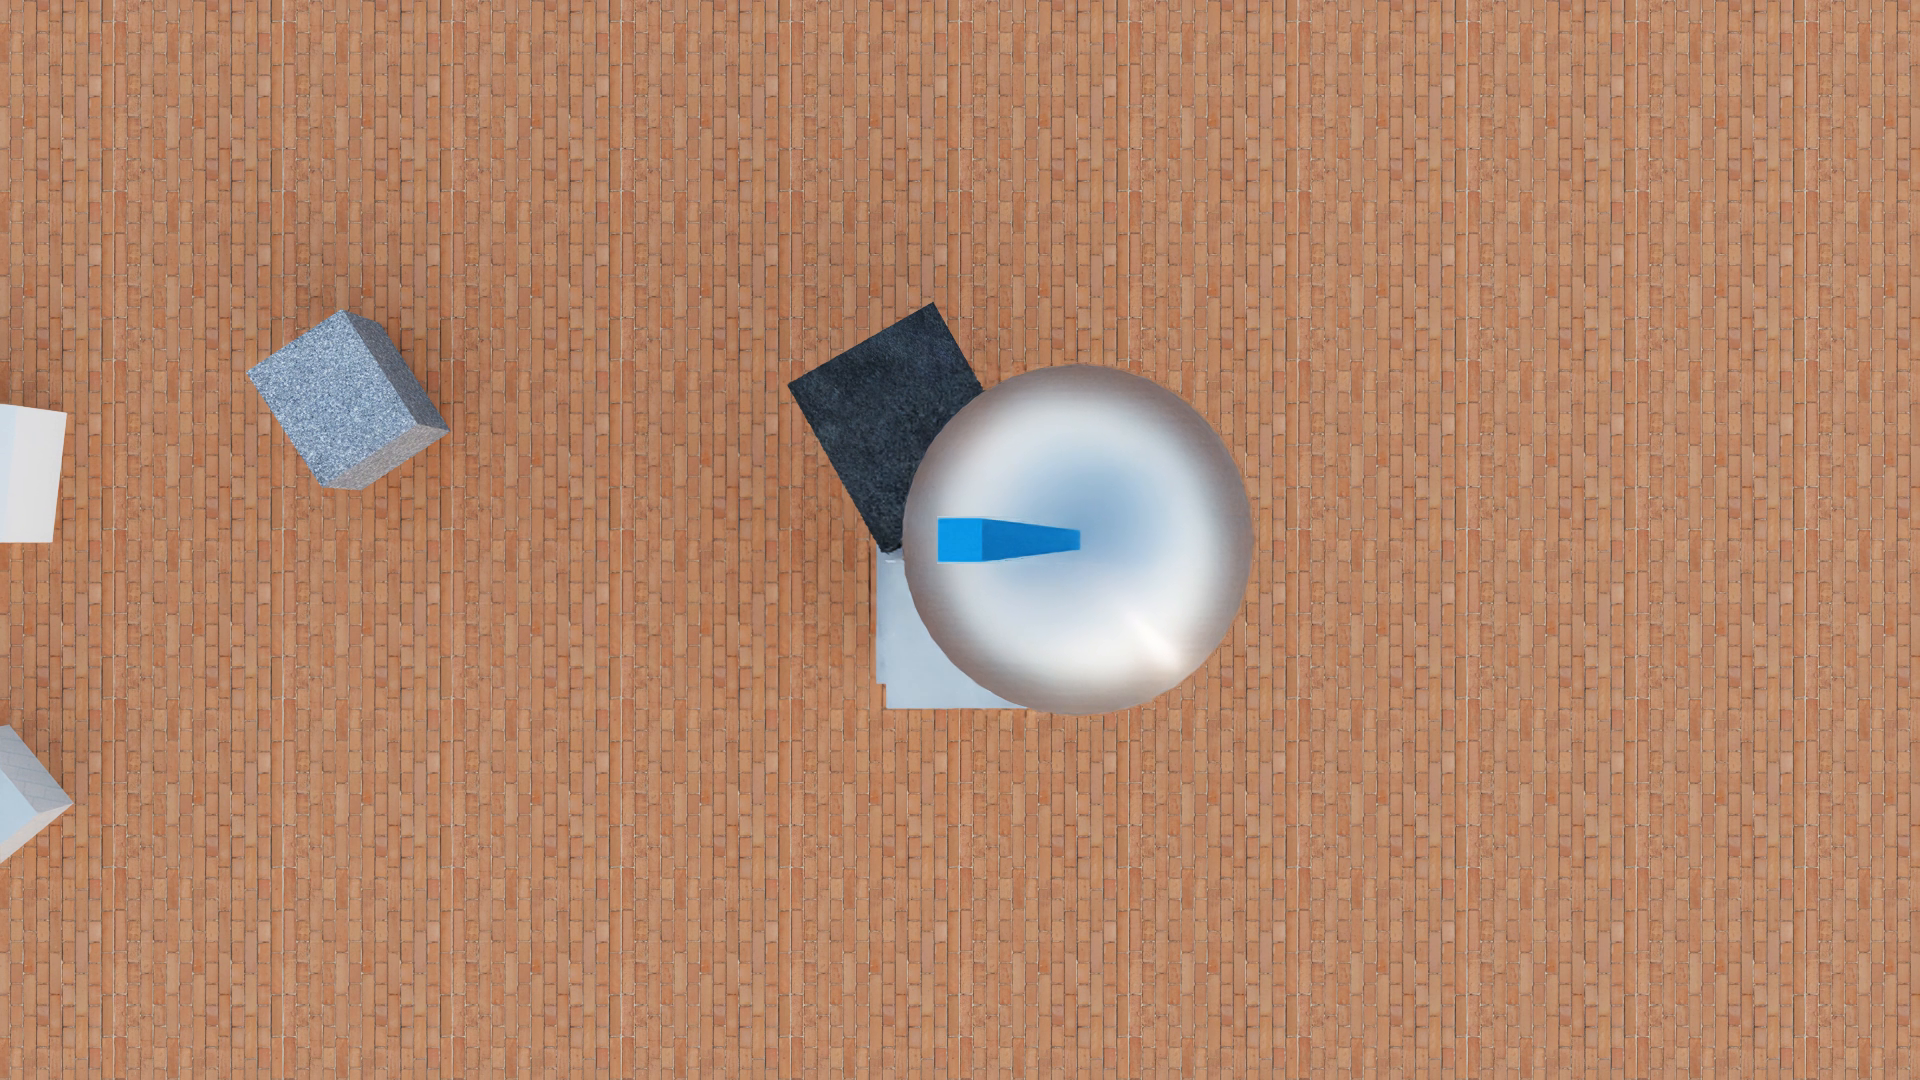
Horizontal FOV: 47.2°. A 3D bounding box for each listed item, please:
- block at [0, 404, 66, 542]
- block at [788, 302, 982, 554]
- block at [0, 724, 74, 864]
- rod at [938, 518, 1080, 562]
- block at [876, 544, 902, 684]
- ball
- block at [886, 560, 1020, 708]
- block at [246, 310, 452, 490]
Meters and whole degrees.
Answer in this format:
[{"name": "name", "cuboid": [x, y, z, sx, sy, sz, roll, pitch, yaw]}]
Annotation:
[{"name": "block", "cuboid": [-5.713, -0.413, 12.661, 0.784, 0.678, 0.770, 6, 90, 0]}, {"name": "block", "cuboid": [-0.268, -0.570, 11.738, 0.859, 1.038, 0.980, -30, 89, 0]}, {"name": "block", "cuboid": [-5.650, 1.505, 12.745, 0.572, 0.509, 0.602, -40, 90, 0]}, {"name": "rod", "cuboid": [0.231, 0.000, 6.606, 0.080, 5.200, 0.080, 0, 90, 5]}, {"name": "block", "cuboid": [-0.011, 0.385, 12.624, 0.913, 0.753, 0.832, 0, 90, 0]}, {"name": "ball", "cuboid": [0.532, 0.000, 9.993, 1.600, 1.600, 1.600, 0, 90, 0]}, {"name": "block", "cuboid": [-0.002, 0.495, 11.847, 0.766, 0.801, 0.764, 0, 90, 0]}, {"name": "block", "cuboid": [-3.485, -0.787, 12.598, 0.637, 0.805, 0.765, -33, 90, 0]}]
